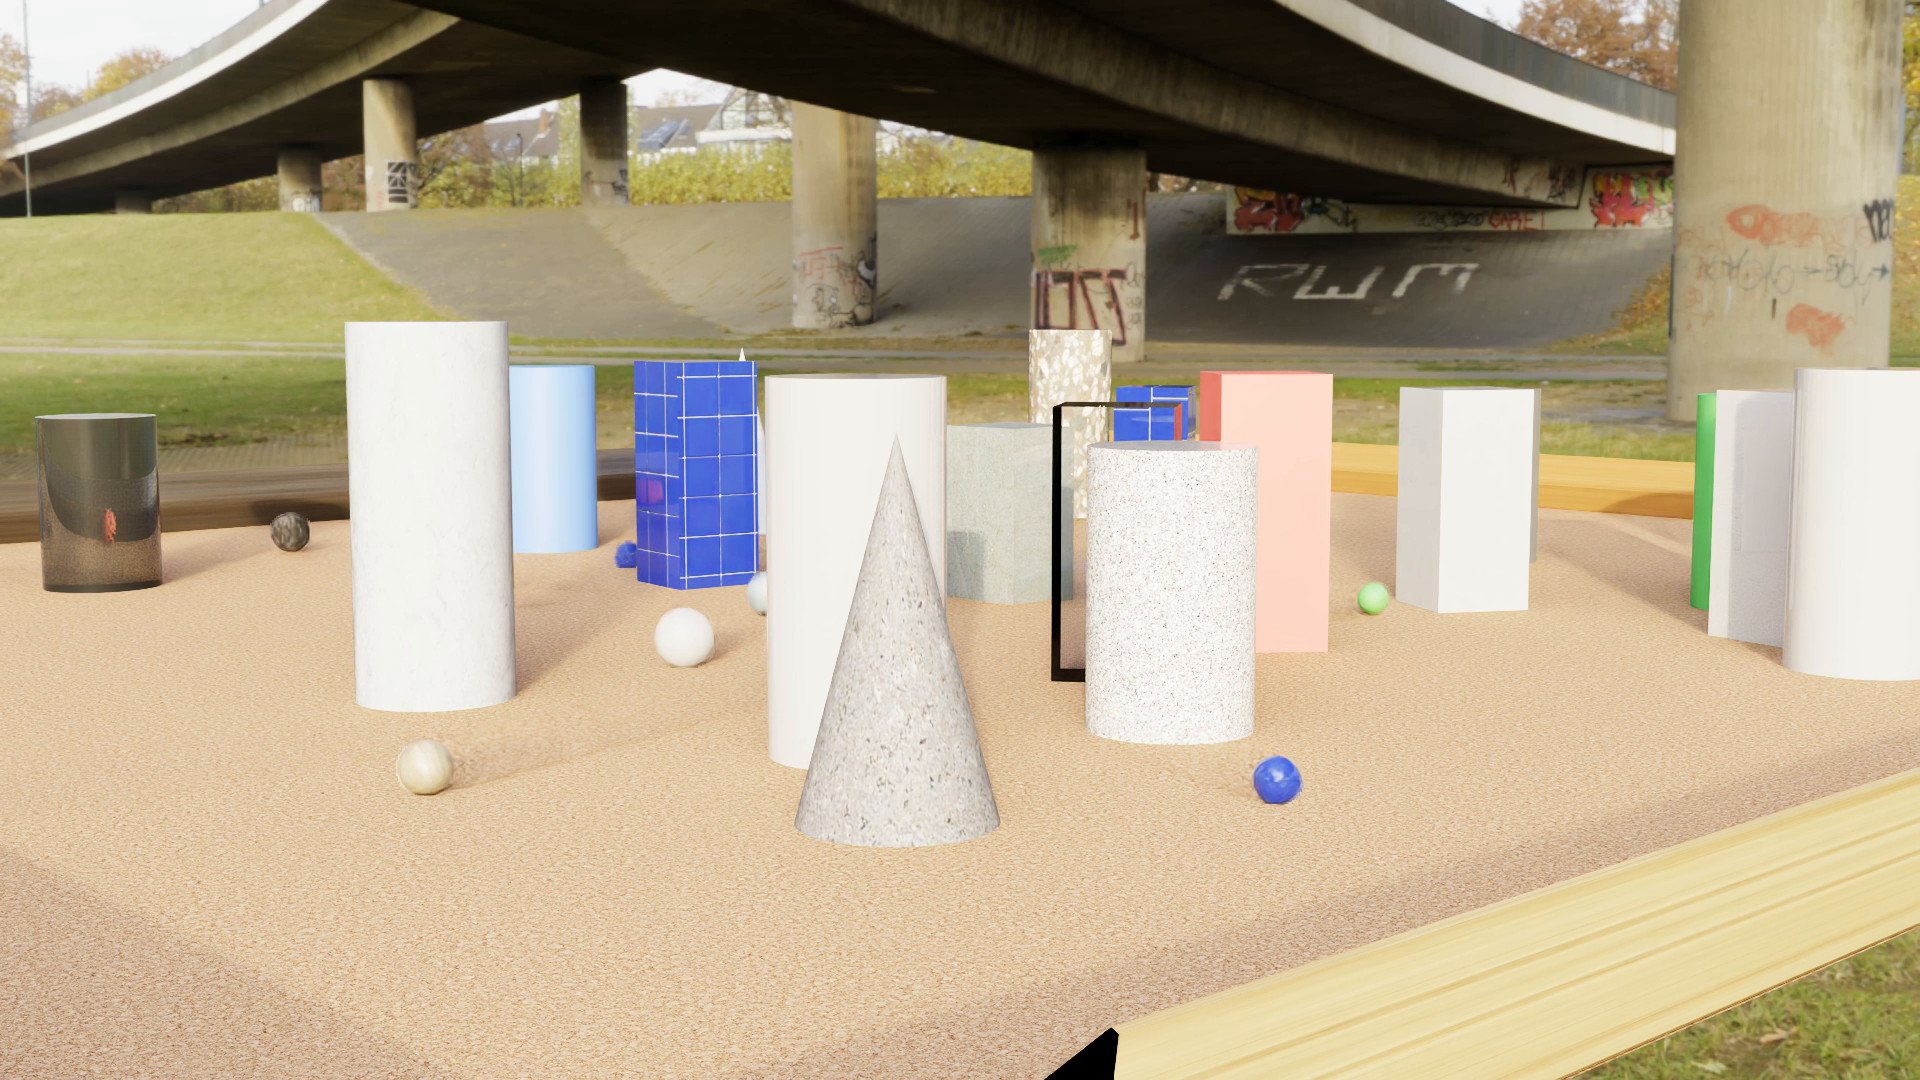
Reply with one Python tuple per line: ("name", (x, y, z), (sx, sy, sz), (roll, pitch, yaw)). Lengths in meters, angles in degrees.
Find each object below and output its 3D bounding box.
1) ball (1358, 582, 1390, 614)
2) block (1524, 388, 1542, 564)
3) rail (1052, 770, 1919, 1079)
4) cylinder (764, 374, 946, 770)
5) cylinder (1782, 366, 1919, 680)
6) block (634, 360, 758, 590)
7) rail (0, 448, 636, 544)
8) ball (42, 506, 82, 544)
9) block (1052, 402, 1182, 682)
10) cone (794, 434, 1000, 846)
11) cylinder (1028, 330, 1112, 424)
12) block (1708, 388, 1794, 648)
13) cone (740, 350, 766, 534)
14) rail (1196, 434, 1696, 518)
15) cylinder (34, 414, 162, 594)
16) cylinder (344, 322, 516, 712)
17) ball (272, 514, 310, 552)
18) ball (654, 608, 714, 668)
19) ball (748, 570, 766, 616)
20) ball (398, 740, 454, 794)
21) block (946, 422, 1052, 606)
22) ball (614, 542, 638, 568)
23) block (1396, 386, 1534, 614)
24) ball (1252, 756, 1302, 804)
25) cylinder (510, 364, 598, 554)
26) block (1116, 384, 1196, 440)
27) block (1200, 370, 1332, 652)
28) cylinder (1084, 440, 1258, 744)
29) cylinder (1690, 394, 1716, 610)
("ball", (0.596, 0.084, 3.167), (0.045, 0.045, 0.045), (0, 6, 0))
("block", (0.896, -0.110, 3.784), (0.142, 0.300, 0.142), (6, 8, 42))
("rail", (1.183, 0.167, 2.057), (3.908, 0.116, 0.045), (-6, 8, -42))
("cylinder", (-0.101, 0.026, 2.167), (0.178, 0.374, 0.178), (0, 6, 0))
("cylinder", (1.104, -0.025, 2.679), (0.178, 0.367, 0.178), (0, 6, 0))
("block", (-0.421, -0.108, 3.513), (0.142, 0.354, 0.142), (-4, 8, -36))
("rail", (-1.183, -0.107, 4.608), (3.908, 0.116, 0.045), (-6, 8, -42))
("ball", (-1.670, -0.027, 4.093), (0.070, 0.070, 0.070), (0, 6, 0))
("block", (0.190, 0.000, 2.645), (0.142, 0.325, 0.142), (1, 6, 9))
("cone", (-0.054, 0.075, 1.880), (0.178, 0.337, 0.178), (0, 6, 0))
("cylinder", (0.235, -0.254, 4.705), (0.178, 0.390, 0.178), (0, 6, 0))
("block", (1.107, -0.033, 2.923), (0.142, 0.330, 0.142), (-3, 7, -28))
("cone", (-0.426, -0.198, 4.322), (0.178, 0.360, 0.178), (0, 6, 0))
("rail", (1.419, -0.110, 4.634), (0.045, 0.116, 3.538), (-6, 8, -42))
("cylinder", (-1.358, -0.061, 3.471), (0.178, 0.269, 0.178), (0, 6, 0))
("cylinder", (-0.595, -0.032, 2.475), (0.178, 0.425, 0.178), (0, 6, 0))
("ball", (-1.204, -0.012, 3.957), (0.068, 0.068, 0.068), (0, 6, 0))
("ball", (-0.339, 0.120, 2.701), (0.074, 0.074, 0.074), (0, 6, 0))
("ball", (-0.270, 0.076, 3.144), (0.067, 0.067, 0.067), (0, 6, 0))
("ball", (-0.486, 0.207, 2.002), (0.050, 0.050, 0.050), (0, 6, 0))
("block", (0.078, -0.044, 3.350), (0.142, 0.261, 0.142), (6, 9, 44))
("ball", (-0.560, 0.026, 3.711), (0.045, 0.045, 0.045), (0, 6, 0))
("block", (0.743, -0.063, 3.246), (0.142, 0.321, 0.142), (-2, 6, -14))
("ball", (0.283, 0.214, 1.966), (0.043, 0.043, 0.043), (0, 6, 0))
("cylinder", (-0.754, -0.151, 4.015), (0.178, 0.332, 0.178), (0, 6, 0))
("block", (0.395, -0.170, 4.435), (0.142, 0.280, 0.142), (1, 6, 13))
("block", (0.396, -0.040, 2.873), (0.142, 0.356, 0.142), (-1, 6, -5))
("cylinder", (0.221, 0.050, 2.302), (0.178, 0.298, 0.178), (0, 6, 0))
("cylinder", (1.170, -0.056, 3.227), (0.178, 0.312, 0.178), (0, 6, 0))
